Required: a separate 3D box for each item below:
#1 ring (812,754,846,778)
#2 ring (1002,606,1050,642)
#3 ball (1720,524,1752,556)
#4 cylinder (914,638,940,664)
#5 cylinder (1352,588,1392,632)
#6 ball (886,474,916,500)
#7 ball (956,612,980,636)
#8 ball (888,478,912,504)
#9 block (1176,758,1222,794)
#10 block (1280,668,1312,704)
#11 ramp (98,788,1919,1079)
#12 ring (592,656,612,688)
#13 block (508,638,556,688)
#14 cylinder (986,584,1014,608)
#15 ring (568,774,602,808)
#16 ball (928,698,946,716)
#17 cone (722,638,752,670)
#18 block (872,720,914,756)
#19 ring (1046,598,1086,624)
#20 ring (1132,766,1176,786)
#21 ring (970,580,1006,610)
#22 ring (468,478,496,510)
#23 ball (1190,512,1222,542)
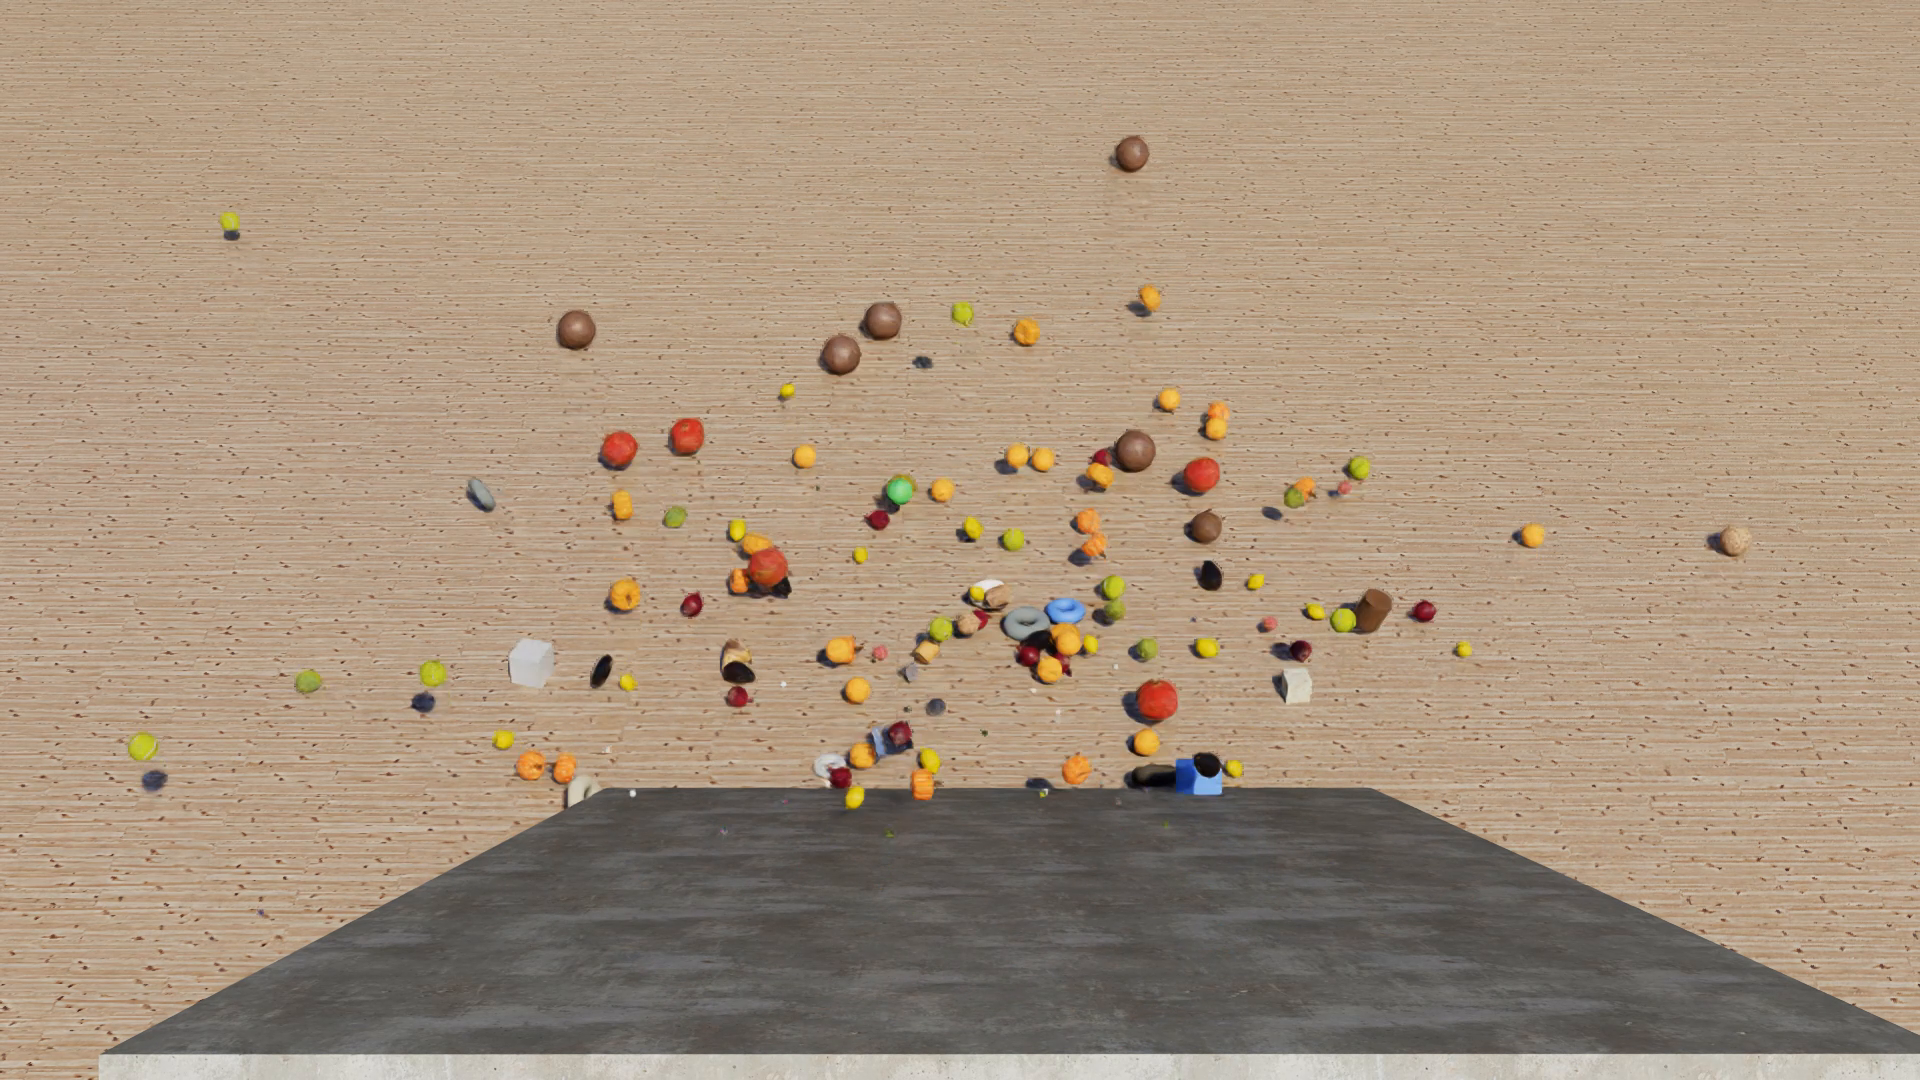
[{"bbox_3d":[-0.350,0.606,6.964,0.091,0.030,0.091,-4,33,3],"label":"ring"},{"bbox_3d":[0.193,0.243,7.496,0.139,0.046,0.139,0,33,0],"label":"ring"},{"bbox_3d":[2.336,-0.001,7.816,0.094,0.094,0.094,0,34,0],"label":"ball"},{"bbox_3d":[-0.093,0.315,7.363,0.055,0.055,0.055,28,68,35],"label":"cylinder"},{"bbox_3d":[1.183,0.202,7.452,0.088,0.088,0.088,16,39,-14],"label":"cylinder"},{"bbox_3d":[-0.184,-0.160,8.056,0.091,0.091,0.091,0,34,0],"label":"ball"},{"bbox_3d":[0.023,0.239,7.428,0.067,0.067,0.067,0,34,0],"label":"ball"},{"bbox_3d":[-0.183,-0.148,7.901,0.077,0.077,0.077,0,34,0],"label":"ball"},{"bbox_3d":[0.605,0.601,6.590,0.084,0.084,0.084,1,-2,-28],"label":"block"},{"bbox_3d":[0.937,0.407,7.231,0.068,0.068,0.068,-4,34,-6],"label":"block"},{"bbox_3d":[0.075,0.650,4.785,2.000,0.100,4.000,0,-1,0],"label":"ramp"},{"bbox_3d":[-1.001,0.367,7.264,0.033,0.098,0.098,23,37,4],"label":"ring"},{"bbox_3d":[-1.203,0.347,7.299,0.092,0.092,0.092,10,35,15],"label":"block"},{"bbox_3d":[0.115,0.161,7.523,0.059,0.059,0.059,-18,24,31],"label":"cylinder"},{"bbox_3d":[-0.977,0.678,6.774,0.045,0.136,0.136,-10,29,25],"label":"ring"},{"bbox_3d":[-0.064,0.461,7.163,0.053,0.053,0.053,0,34,0],"label":"ball"},{"bbox_3d":[-0.650,0.341,7.327,0.090,0.090,0.090,18,50,25],"label":"cone"},{"bbox_3d":[-0.182,0.532,6.974,0.077,0.077,0.077,-12,-3,-22],"label":"block"},{"bbox_3d":[0.308,0.208,7.552,0.116,0.039,0.116,0,28,0],"label":"ring"},{"bbox_3d":[0.521,0.625,6.885,0.135,0.045,0.135,-2,1,0],"label":"ring"},{"bbox_3d":[0.091,0.160,7.624,0.126,0.042,0.126,0,32,0],"label":"ring"},{"bbox_3d":[-1.473,-0.143,7.998,0.038,0.115,0.115,-38,44,-9],"label":"ring"},{"bbox_3d":[0.748,-0.039,7.873,0.096,0.096,0.096,0,34,0],"label":"ball"}]
